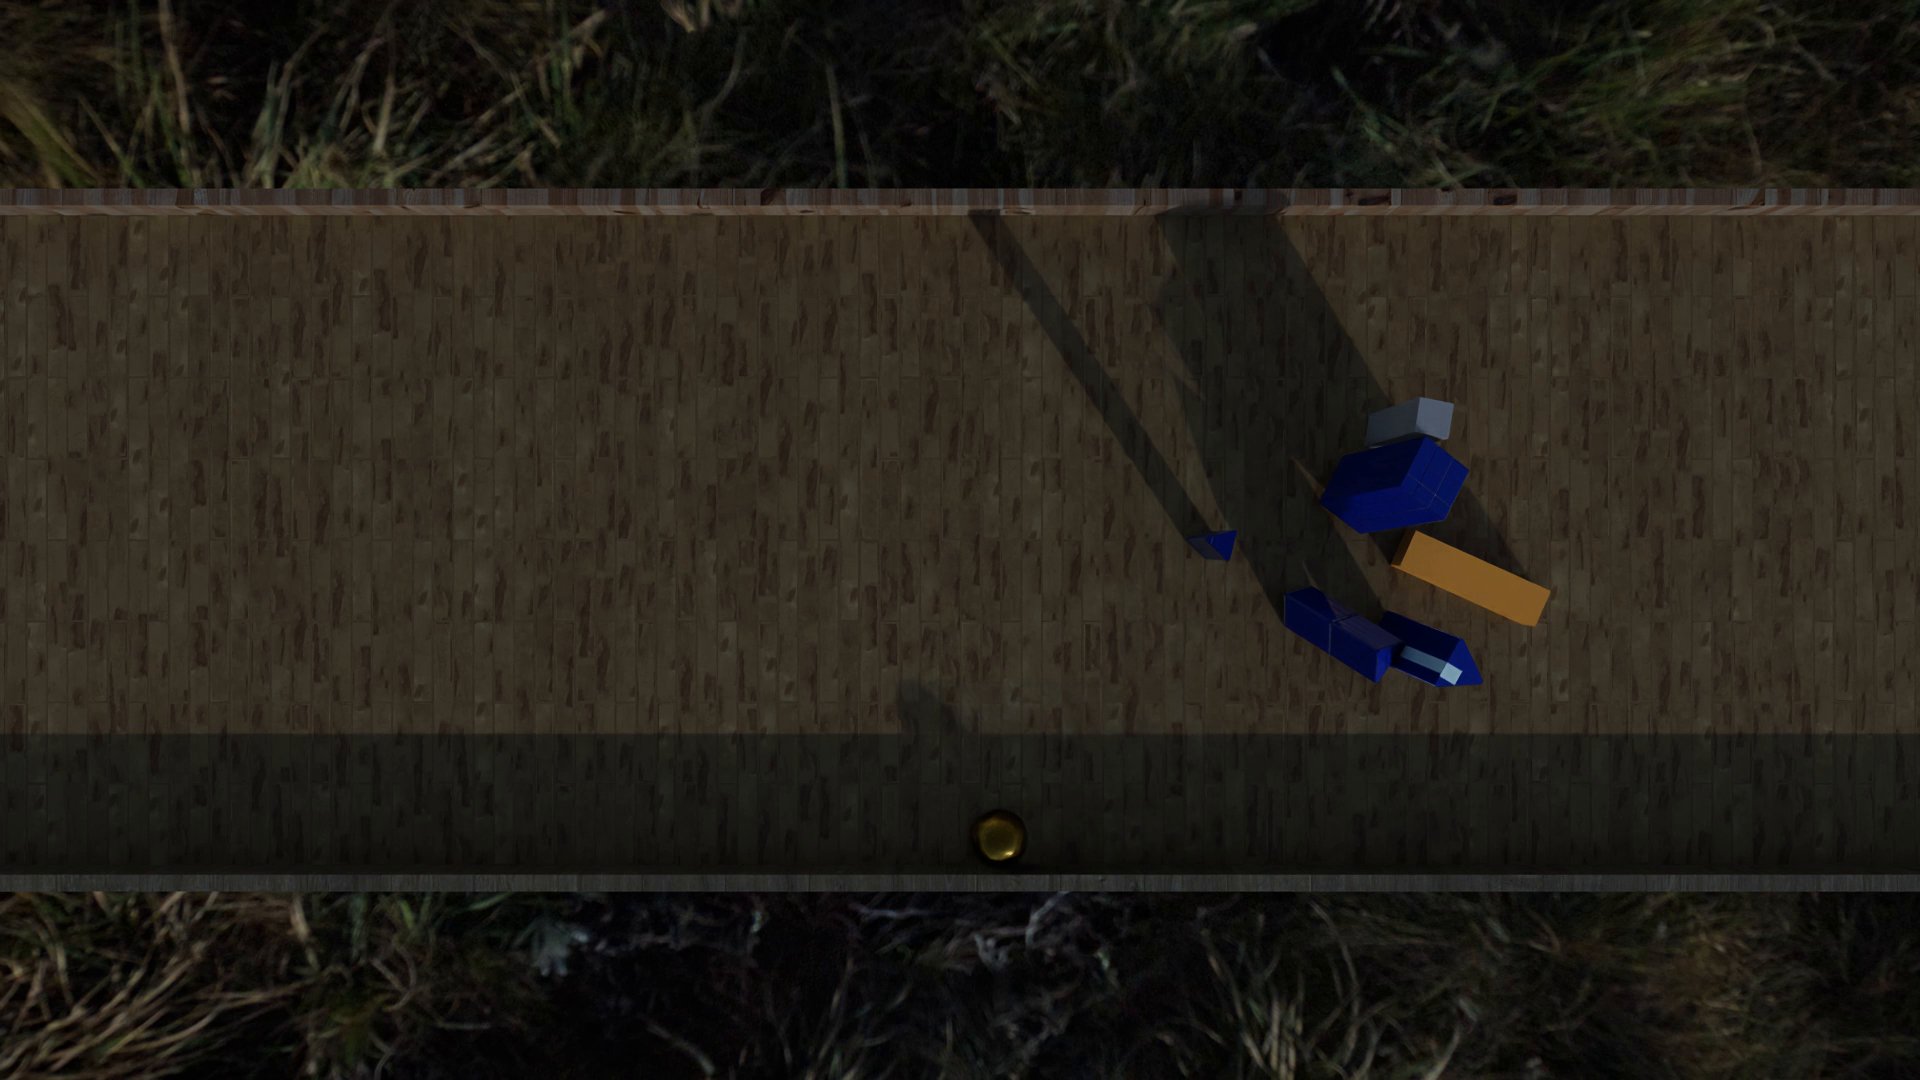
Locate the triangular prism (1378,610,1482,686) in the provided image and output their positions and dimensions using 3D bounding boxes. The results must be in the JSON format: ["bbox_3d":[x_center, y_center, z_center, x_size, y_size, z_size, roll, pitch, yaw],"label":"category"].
[{"bbox_3d":[1.362,0.312,4.859,0.154,0.392,0.133,-2,100,-17],"label":"triangular prism"}]

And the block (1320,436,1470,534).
[{"bbox_3d":[1.268,-0.156,4.843,0.172,0.406,0.172,35,73,-15],"label":"block"}]

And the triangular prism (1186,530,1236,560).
[{"bbox_3d":[0.750,0.001,4.852,0.087,0.448,0.075,44,90,0],"label":"triangular prism"}]

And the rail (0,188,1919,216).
[{"bbox_3d":[-2.247,-1.025,5.002,12.000,0.150,0.050,0,90,0],"label":"rail"}]

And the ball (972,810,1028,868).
[{"bbox_3d":[0.122,0.902,4.991,0.172,0.172,0.172,0,90,0],"label":"ball"}]

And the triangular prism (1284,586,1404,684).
[{"bbox_3d":[1.125,0.263,4.921,0.348,0.126,0.146,35,90,36],"label":"triangular prism"}]

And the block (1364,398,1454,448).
[{"bbox_3d":[1.322,-0.337,4.873,0.102,0.393,0.102,10,86,-6],"label":"block"}]

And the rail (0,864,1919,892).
[{"bbox_3d":[-2.247,1.025,5.001,12.000,0.150,0.050,0,90,0],"label":"rail"}]

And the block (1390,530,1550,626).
[{"bbox_3d":[1.551,0.115,5.018,0.445,0.116,0.116,24,90,0],"label":"block"}]
